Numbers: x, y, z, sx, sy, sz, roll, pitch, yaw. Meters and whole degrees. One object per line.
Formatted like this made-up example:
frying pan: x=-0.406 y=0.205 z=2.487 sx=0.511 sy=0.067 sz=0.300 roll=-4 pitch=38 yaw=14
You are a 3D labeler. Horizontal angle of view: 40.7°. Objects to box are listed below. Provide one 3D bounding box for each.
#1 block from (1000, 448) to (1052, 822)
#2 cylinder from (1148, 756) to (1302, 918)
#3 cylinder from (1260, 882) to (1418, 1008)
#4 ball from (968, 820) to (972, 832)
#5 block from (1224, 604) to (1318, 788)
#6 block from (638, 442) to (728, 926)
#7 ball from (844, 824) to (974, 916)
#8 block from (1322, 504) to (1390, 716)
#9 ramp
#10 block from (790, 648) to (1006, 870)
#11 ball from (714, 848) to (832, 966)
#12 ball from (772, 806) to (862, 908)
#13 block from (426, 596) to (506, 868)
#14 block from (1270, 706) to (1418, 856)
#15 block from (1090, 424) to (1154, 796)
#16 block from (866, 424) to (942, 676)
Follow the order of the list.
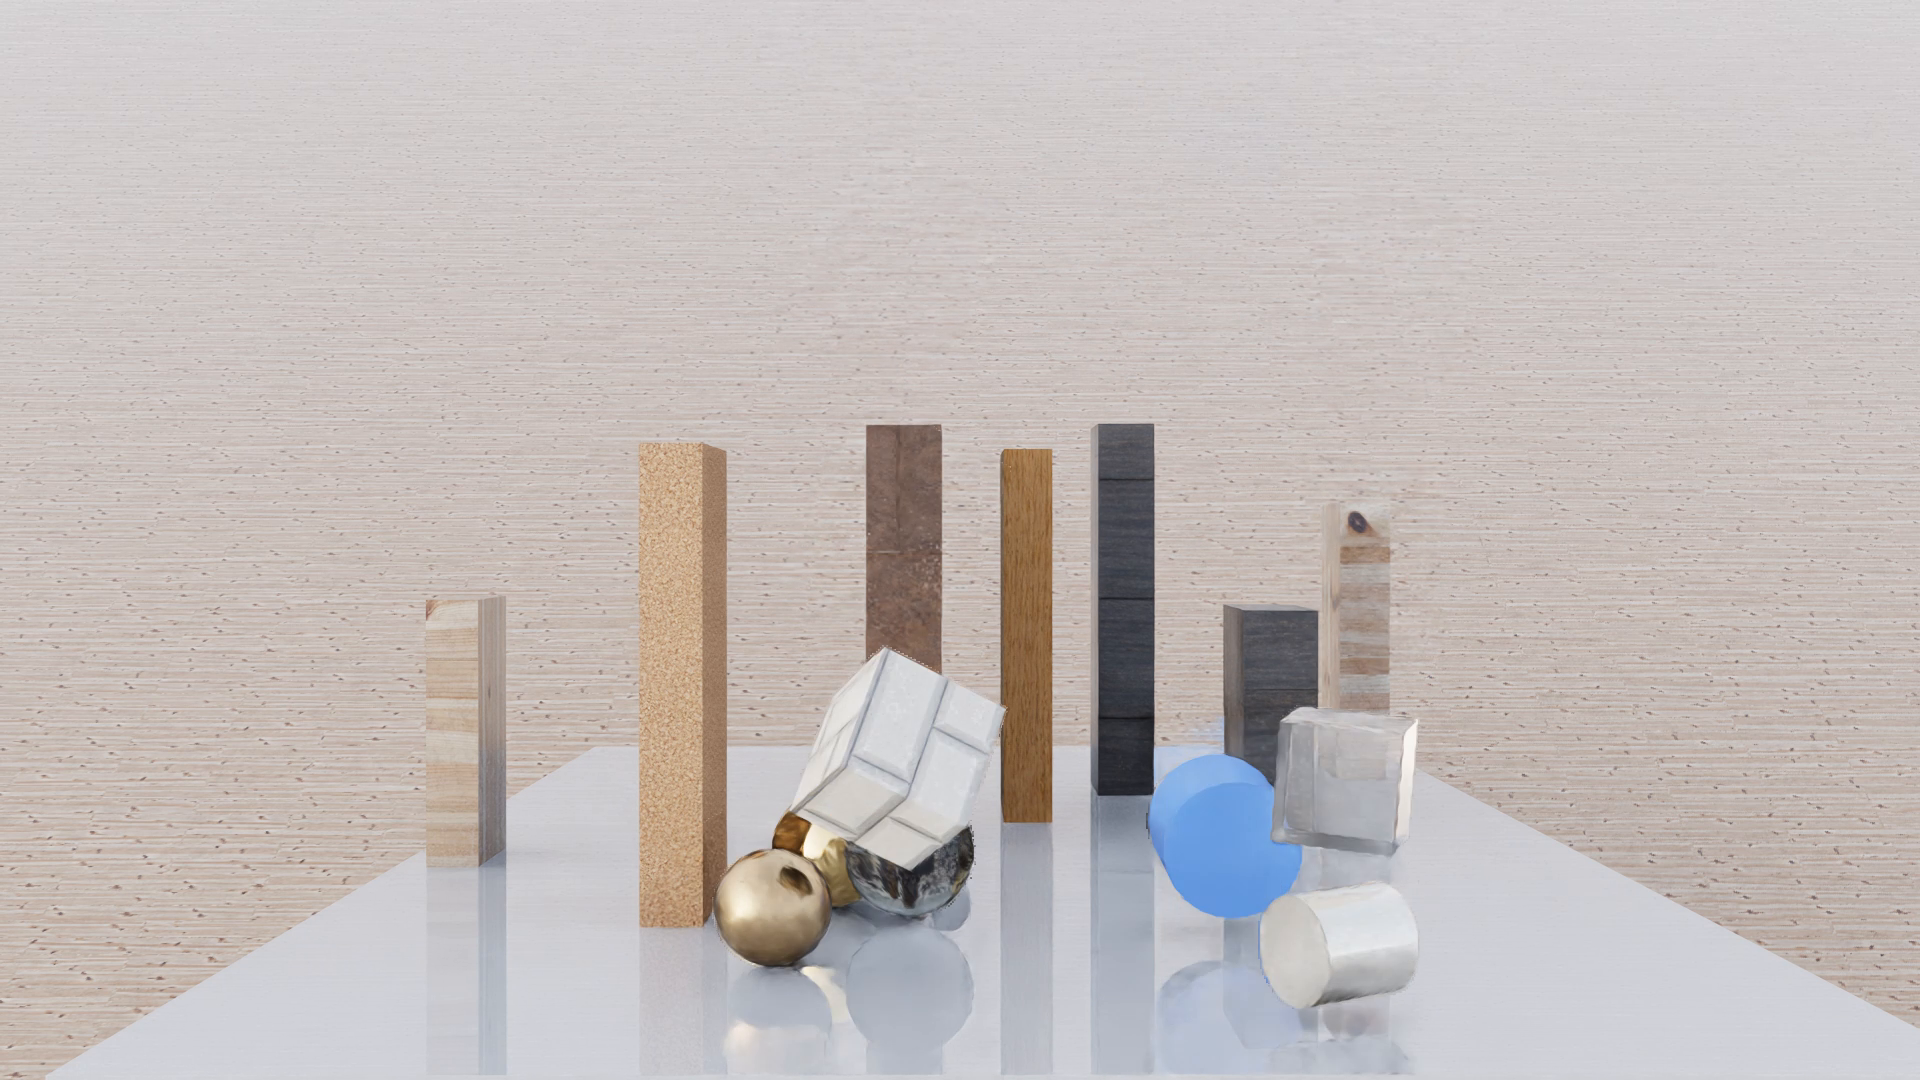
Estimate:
block: x=0.129 y=0.181 z=5.112 sx=0.092 sy=0.710 sz=0.408 roll=0 pitch=0 yaw=0
cylinder: x=0.363 y=0.405 z=3.558 sx=0.187 sy=0.187 sz=0.187 roll=-1 pitch=7 yaw=-2
cylinder: x=0.429 y=0.458 z=2.931 sx=0.127 sy=0.127 sz=0.127 roll=-4 pitch=27 yaw=-31
ball: x=-0.038 y=0.483 z=4.259 sx=0.113 sy=0.113 sz=0.113 roll=0 pitch=29 yaw=0
block: x=0.595 y=0.333 z=4.979 sx=0.137 sy=0.407 sz=0.375 roll=0 pitch=0 yaw=0
block: x=-0.405 y=0.202 z=3.813 sx=0.089 sy=0.678 sz=0.385 roll=0 pitch=0 yaw=0
ball: x=-0.072 y=0.443 z=3.683 sx=0.185 sy=0.185 sz=0.185 roll=0 pitch=29 yaw=0
block: x=0.918 y=0.224 z=6.006 sx=0.113 sy=0.616 sz=0.278 roll=0 pitch=0 yaw=0
ramp: x=0.066 y=0.588 z=4.638 sx=2.000 sy=0.100 sz=4.000 roll=0 pitch=0 yaw=0
block: x=-0.078 y=0.273 z=3.208 sx=0.172 sy=0.172 sz=0.172 roll=28 pitch=57 yaw=-12
ball: x=-0.238 y=0.468 z=3.299 sx=0.150 sy=0.150 sz=0.150 roll=0 pitch=29 yaw=0
ball: x=-0.192 y=0.456 z=3.815 sx=0.173 sy=0.173 sz=0.173 roll=0 pitch=29 yaw=0
block: x=-0.837 y=0.319 z=4.396 sx=0.086 sy=0.441 sz=0.264 roll=0 pitch=0 yaw=0
block: x=0.451 y=0.280 z=3.028 sx=0.140 sy=0.140 sz=0.140 roll=5 pitch=5 yaw=17
block: x=0.347 y=0.145 z=5.560 sx=0.118 sy=0.778 sz=0.312 roll=0 pitch=0 yaw=0
block: x=-0.099 y=0.168 z=4.659 sx=0.133 sy=0.740 sz=0.288 roll=0 pitch=0 yaw=0
